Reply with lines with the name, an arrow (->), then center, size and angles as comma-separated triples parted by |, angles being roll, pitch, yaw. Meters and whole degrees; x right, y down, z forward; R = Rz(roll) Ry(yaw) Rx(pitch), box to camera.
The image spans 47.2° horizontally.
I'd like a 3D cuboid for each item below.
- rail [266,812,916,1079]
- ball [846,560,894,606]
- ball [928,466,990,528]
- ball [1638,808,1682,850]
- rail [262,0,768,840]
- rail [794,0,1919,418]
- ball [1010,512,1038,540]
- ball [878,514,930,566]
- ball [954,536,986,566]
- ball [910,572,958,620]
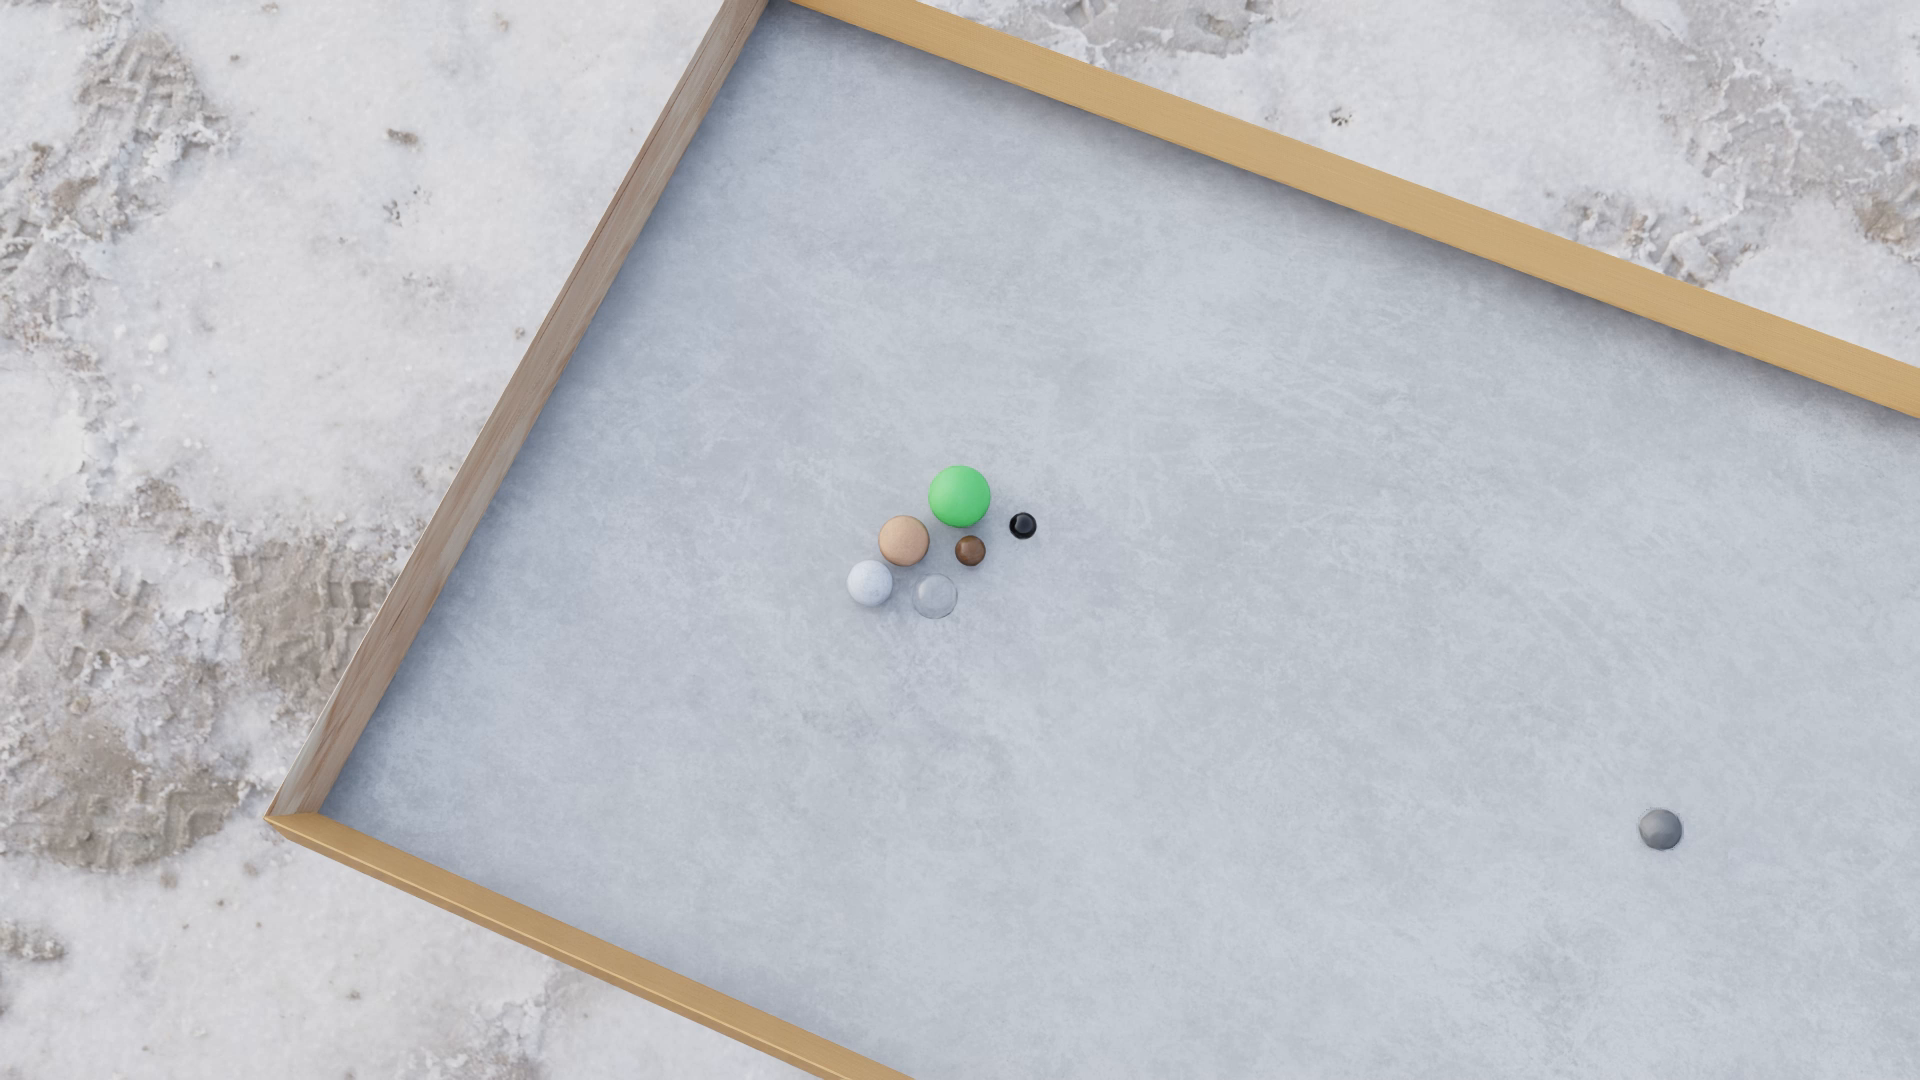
rail -> 0.359, 0.964, 3.063 | 2.990, 0.129, 0.045 | 22, 70, 8
ball -> -0.141, 0.067, 3.449 | 0.074, 0.074, 0.074 | 0, 68, 0
ball -> -0.001, -0.069, 3.489 | 0.099, 0.099, 0.099 | 0, 68, 0
ball -> 1.055, 0.436, 3.309 | 0.063, 0.063, 0.063 | 0, 68, 0
rail -> -0.664, -0.280, 3.555 | 0.045, 0.129, 1.684 | 22, 70, 8
rail -> 1.012, -0.432, 3.616 | 2.990, 0.129, 0.045 | 22, 70, 8
ball -> 0.100, -0.022, 3.500 | 0.045, 0.045, 0.045 | 0, 68, 0
ball -> -0.088, 0.001, 3.471 | 0.082, 0.082, 0.082 | 0, 68, 0
ball -> 0.016, 0.017, 3.482 | 0.049, 0.049, 0.049 | 0, 68, 0
ball -> -0.040, 0.087, 3.441 | 0.074, 0.074, 0.074 | 0, 68, 0
